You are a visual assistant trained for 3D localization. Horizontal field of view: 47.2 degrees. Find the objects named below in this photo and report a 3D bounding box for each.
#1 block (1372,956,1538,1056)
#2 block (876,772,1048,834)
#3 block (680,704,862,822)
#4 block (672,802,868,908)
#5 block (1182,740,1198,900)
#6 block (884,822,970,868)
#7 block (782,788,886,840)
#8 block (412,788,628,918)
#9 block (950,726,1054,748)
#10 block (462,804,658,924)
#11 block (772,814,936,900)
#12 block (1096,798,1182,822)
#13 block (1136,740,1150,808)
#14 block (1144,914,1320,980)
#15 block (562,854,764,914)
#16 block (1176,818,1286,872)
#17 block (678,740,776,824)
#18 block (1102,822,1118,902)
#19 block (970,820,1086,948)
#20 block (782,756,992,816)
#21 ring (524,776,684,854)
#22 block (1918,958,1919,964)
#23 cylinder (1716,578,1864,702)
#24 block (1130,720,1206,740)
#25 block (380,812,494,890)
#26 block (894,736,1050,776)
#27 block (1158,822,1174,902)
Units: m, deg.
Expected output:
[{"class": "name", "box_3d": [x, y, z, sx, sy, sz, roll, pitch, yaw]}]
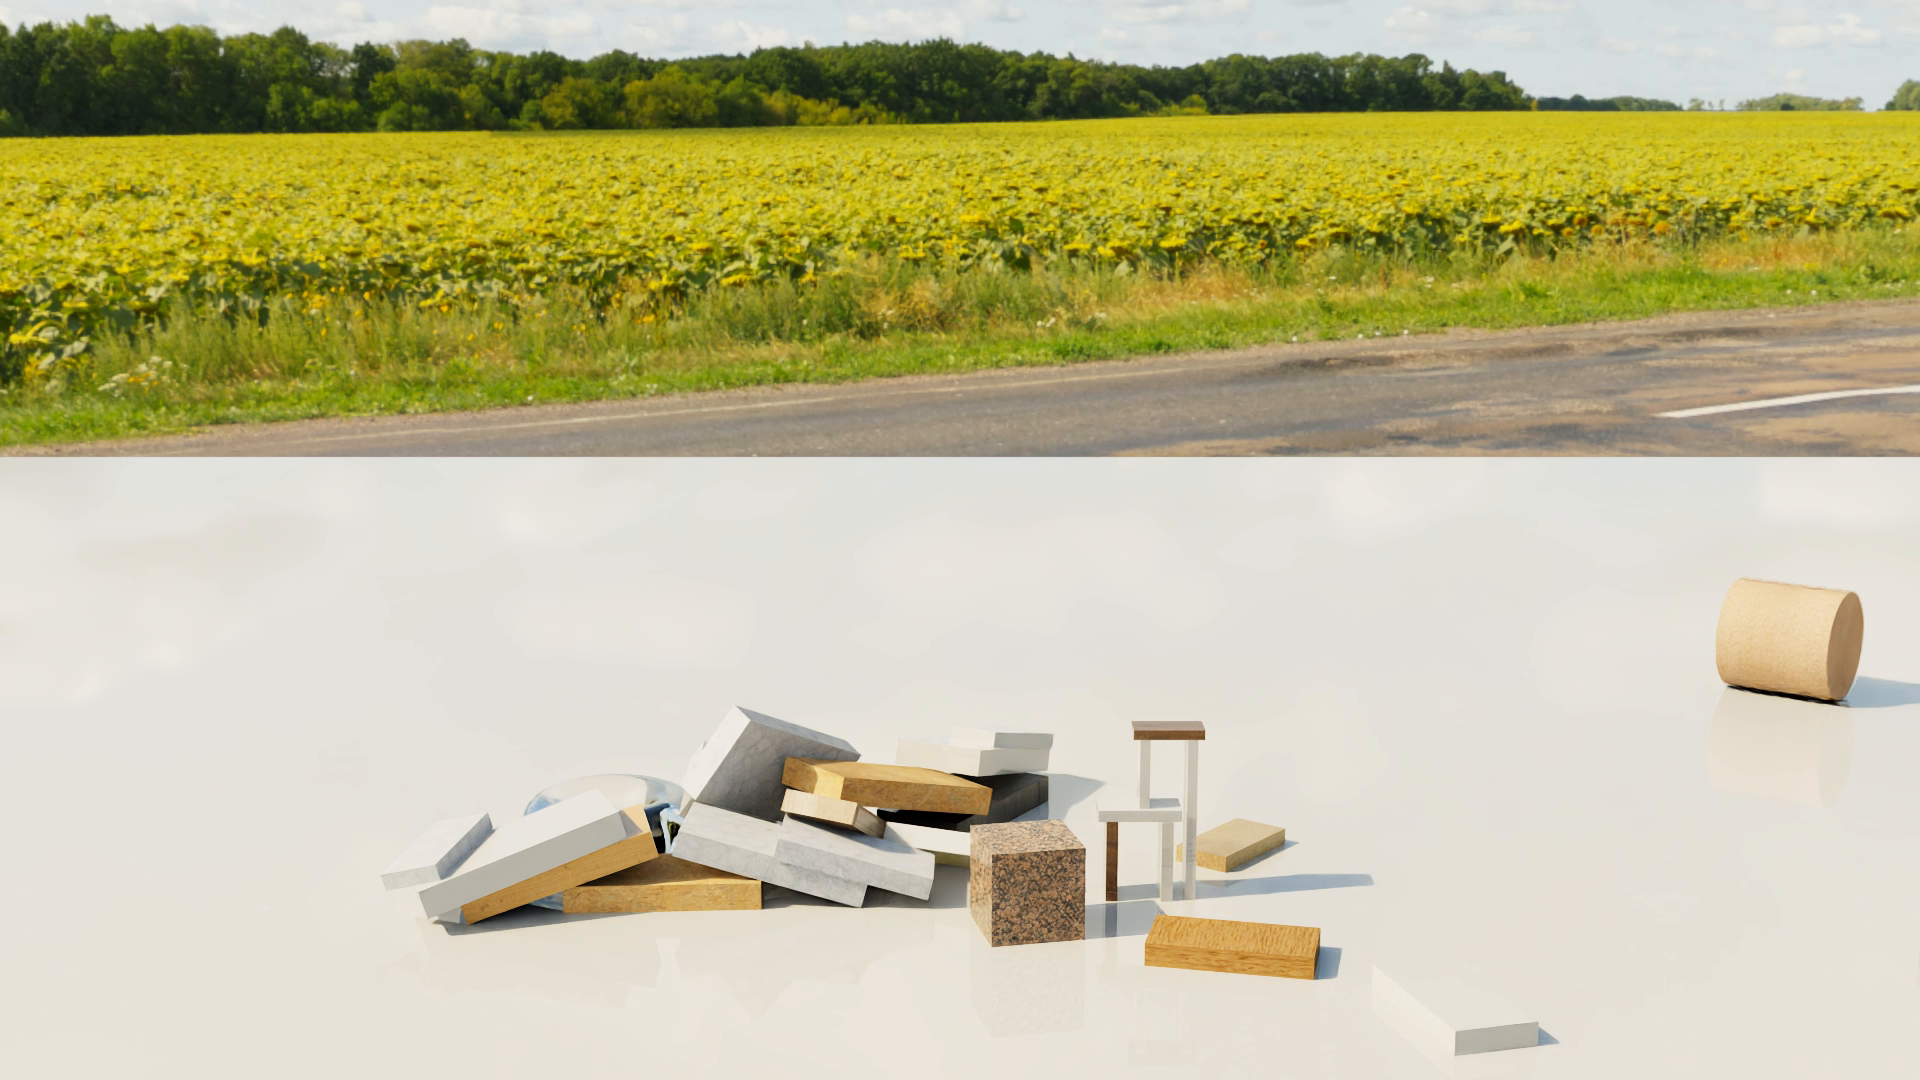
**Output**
[{"class": "block", "box_3d": [0.707, 0.666, 3.159, 0.128, 0.036, 0.256, -3, 11, -15]}, {"class": "block", "box_3d": [0.009, 0.490, 4.074, 0.169, 0.048, 0.338, 6, 12, 30]}, {"class": "block", "box_3d": [-0.329, 0.404, 3.876, 0.048, 0.168, 0.336, 39, 8, 35]}, {"class": "block", "box_3d": [-0.307, 0.524, 3.672, 0.320, 0.045, 0.160, 16, 11, -1]}, {"class": "block", "box_3d": [0.381, 0.456, 3.644, 0.017, 0.273, 0.059, 0, 11, 0]}, {"class": "block", "box_3d": [0.014, 0.528, 3.739, 0.261, 0.037, 0.131, 5, -18, 24]}, {"class": "block", "box_3d": [-0.195, 0.486, 3.769, 0.131, 0.037, 0.261, 8, -16, 21]}, {"class": "block", "box_3d": [-0.726, 0.508, 3.586, 0.336, 0.048, 0.168, -21, 14, -18]}, {"class": "block", "box_3d": [0.082, 0.376, 4.202, 0.100, 0.028, 0.201, 6, -1, 36]}, {"class": "block", "box_3d": [-0.664, 0.531, 3.621, 0.320, 0.045, 0.160, -19, 14, -9]}, {"class": "block", "box_3d": [-0.173, 0.524, 3.642, 0.261, 0.037, 0.131, 15, 11, -2]}, {"class": "block", "box_3d": [0.296, 0.447, 3.639, 0.137, 0.019, 0.068, 0, 11, 0]}, {"class": "block", "box_3d": [0.303, 0.379, 3.630, 0.017, 0.117, 0.059, 0, 11, 0]}, {"class": "block", "box_3d": [0.420, 0.625, 3.381, 0.256, 0.036, 0.128, 2, 11, 13]}, {"class": "block", "box_3d": [-0.489, 0.569, 3.658, 0.320, 0.045, 0.160, -1, 11, -3]}, {"class": "block", "box_3d": [0.478, 0.537, 3.877, 0.100, 0.028, 0.201, 8, 13, 38]}, {"class": "block", "box_3d": [-0.411, 0.469, 3.947, 0.168, 0.048, 0.336, 34, 6, -9]}, {"class": "block", "box_3d": [0.250, 0.523, 3.653, 0.019, 0.137, 0.068, 0, 11, 0]}, {"class": "block", "box_3d": [0.107, 0.544, 3.502, 0.151, 0.151, 0.151, -2, 11, -12]}, {"class": "block", "box_3d": [-0.127, 0.434, 3.885, 0.338, 0.048, 0.169, 10, 1, -40]}, {"class": "ring", "box_3d": [-0.614, 0.498, 3.880, 0.320, 0.107, 0.320, 1, 11, 0]}, {"class": "block", "box_3d": [1.567, 0.648, 3.259, 0.256, 0.036, 0.128, 3, 11, 18]}, {"class": "cylinder", "box_3d": [1.874, 0.224, 4.969, 0.246, 0.246, 0.246, 8, 13, 38]}, {"class": "block", "box_3d": [0.342, 0.313, 3.618, 0.117, 0.017, 0.059, 0, 11, 0]}, {"class": "block", "box_3d": [-0.849, 0.505, 3.578, 0.100, 0.028, 0.201, -12, 14, 16]}, {"class": "block", "box_3d": [0.028, 0.408, 4.177, 0.169, 0.048, 0.338, 6, -1, 24]}, {"class": "block", "box_3d": [0.341, 0.523, 3.653, 0.019, 0.137, 0.068, 0, 11, 0]}]
